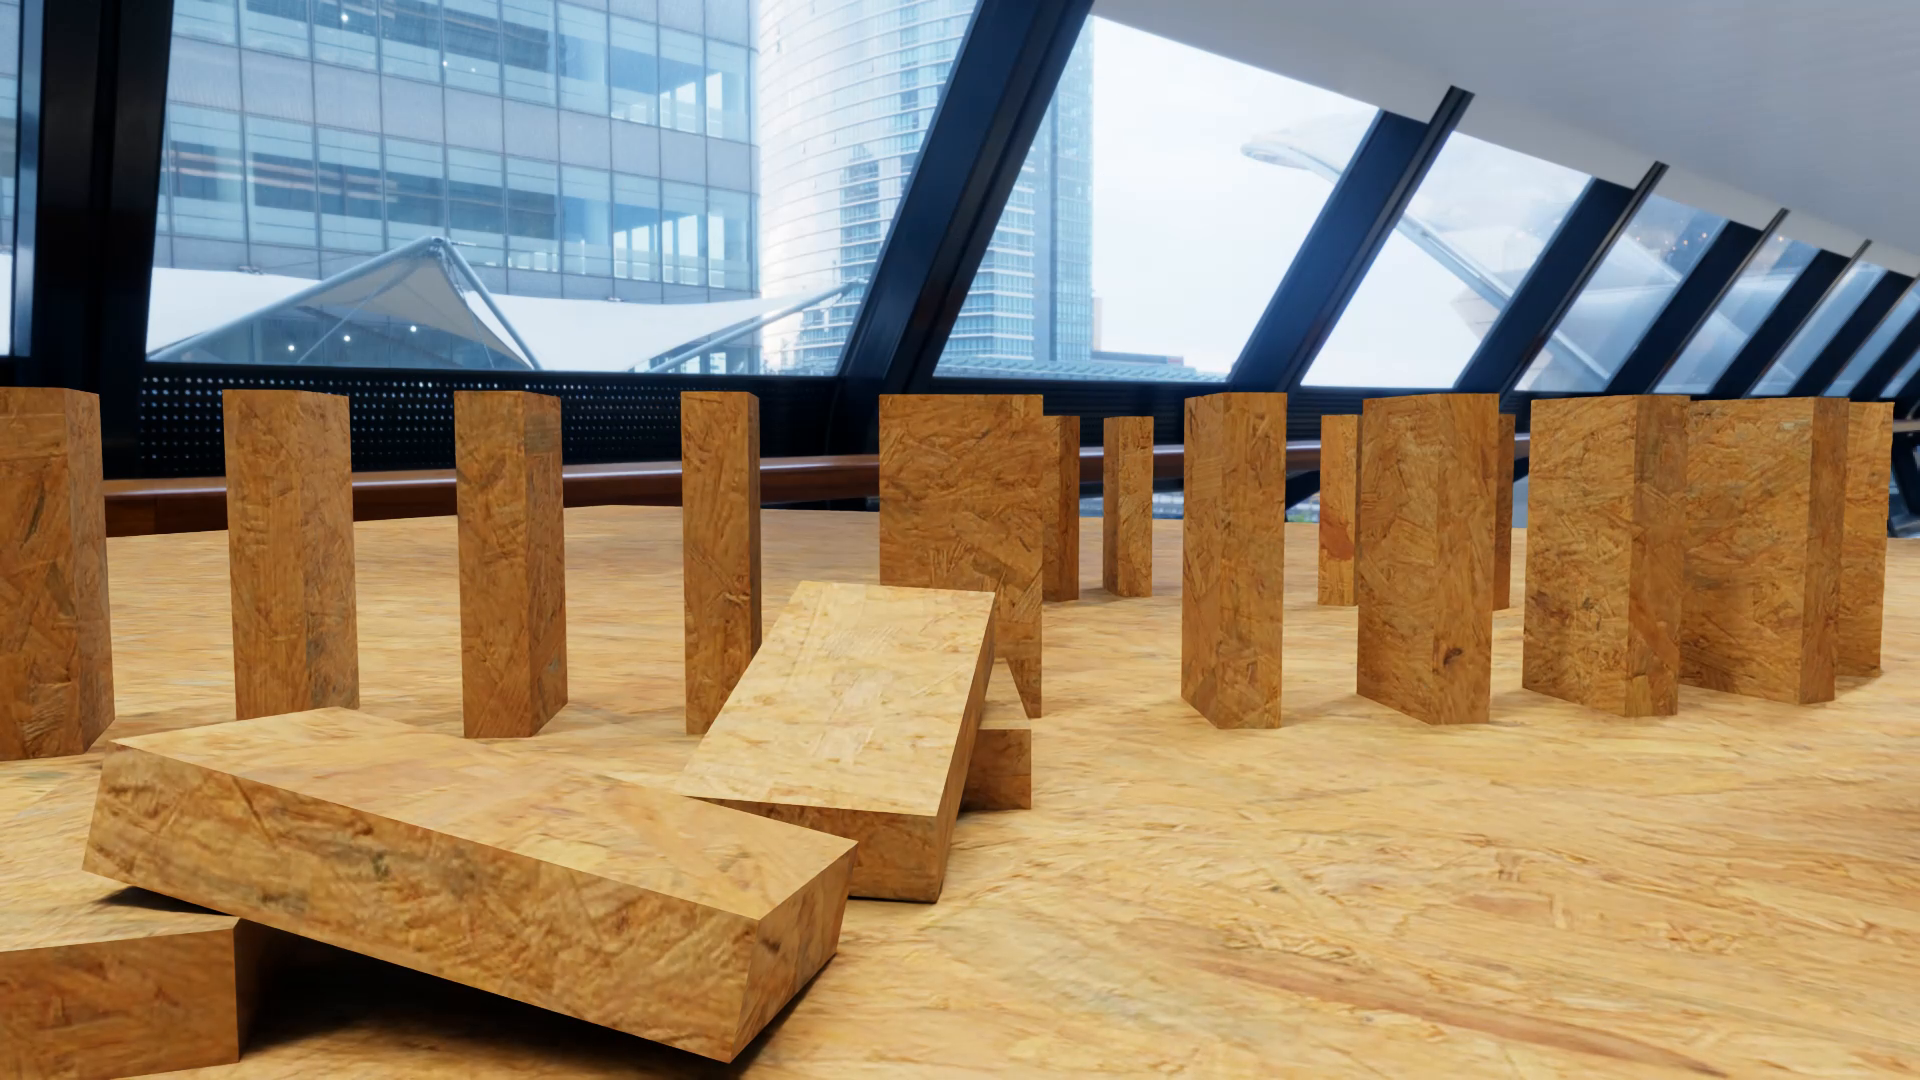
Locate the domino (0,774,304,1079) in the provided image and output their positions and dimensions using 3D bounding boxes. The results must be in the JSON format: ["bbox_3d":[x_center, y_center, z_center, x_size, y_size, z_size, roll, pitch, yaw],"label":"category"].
[{"bbox_3d":[-0.069,0.030,0.108,0.025,0.009,0.050,-1,4,-17],"label":"domino"}]

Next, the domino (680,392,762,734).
[{"bbox_3d":[-0.036,0.003,0.199,0.010,0.050,0.025,0,4,-5],"label":"domino"}]

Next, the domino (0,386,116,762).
[{"bbox_3d":[-0.130,0.004,0.183,0.009,0.050,0.025,-2,5,-25],"label":"domino"}]

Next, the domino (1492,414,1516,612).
[{"bbox_3d":[0.130,-0.007,0.326,0.025,0.050,0.009,-4,6,-44],"label":"domino"}]

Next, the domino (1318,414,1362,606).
[{"bbox_3d":[0.106,-0.008,0.346,0.010,0.050,0.025,3,5,36],"label":"domino"}]

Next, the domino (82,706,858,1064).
[{"bbox_3d":[-0.036,0.024,0.100,0.050,0.010,0.025,12,1,10],"label":"domino"}]

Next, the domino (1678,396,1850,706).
[{"bbox_3d":[0.136,0.001,0.220,0.010,0.050,0.025,-2,5,-25],"label":"domino"}]

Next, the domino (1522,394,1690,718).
[{"bbox_3d":[0.105,0.002,0.211,0.009,0.050,0.025,-1,4,-12],"label":"domino"}]

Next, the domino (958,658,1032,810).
[{"bbox_3d":[-0.005,0.025,0.174,0.025,0.009,0.050,0,4,-1],"label":"domino"}]

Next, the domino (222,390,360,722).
[{"bbox_3d":[-0.100,0.003,0.192,0.010,0.050,0.025,-1,4,-10],"label":"domino"}]

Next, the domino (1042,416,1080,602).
[{"bbox_3d":[0.020,-0.009,0.355,0.025,0.050,0.009,4,6,40],"label":"domino"}]

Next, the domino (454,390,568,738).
[{"bbox_3d":[-0.068,0.003,0.196,0.009,0.050,0.025,0,4,-5],"label":"domino"}]

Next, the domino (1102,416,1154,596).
[{"bbox_3d":[0.048,-0.010,0.368,0.009,0.050,0.025,0,4,-3],"label":"domino"}]

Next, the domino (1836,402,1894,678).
[{"bbox_3d":[0.158,-0.001,0.242,0.025,0.050,0.009,2,5,27],"label":"domino"}]

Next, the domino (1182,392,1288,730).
[{"bbox_3d":[0.043,0.002,0.202,0.009,0.050,0.025,0,4,-3],"label":"domino"}]

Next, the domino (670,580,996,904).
[{"bbox_3d":[-0.011,0.019,0.142,0.025,0.010,0.050,3,22,7],"label":"domino"}]

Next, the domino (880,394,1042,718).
[{"bbox_3d":[0.000,0.002,0.202,0.025,0.050,0.009,0,4,-1],"label":"domino"}]

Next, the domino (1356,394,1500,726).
[{"bbox_3d":[0.074,0.002,0.205,0.009,0.050,0.025,-1,4,-8],"label":"domino"}]
